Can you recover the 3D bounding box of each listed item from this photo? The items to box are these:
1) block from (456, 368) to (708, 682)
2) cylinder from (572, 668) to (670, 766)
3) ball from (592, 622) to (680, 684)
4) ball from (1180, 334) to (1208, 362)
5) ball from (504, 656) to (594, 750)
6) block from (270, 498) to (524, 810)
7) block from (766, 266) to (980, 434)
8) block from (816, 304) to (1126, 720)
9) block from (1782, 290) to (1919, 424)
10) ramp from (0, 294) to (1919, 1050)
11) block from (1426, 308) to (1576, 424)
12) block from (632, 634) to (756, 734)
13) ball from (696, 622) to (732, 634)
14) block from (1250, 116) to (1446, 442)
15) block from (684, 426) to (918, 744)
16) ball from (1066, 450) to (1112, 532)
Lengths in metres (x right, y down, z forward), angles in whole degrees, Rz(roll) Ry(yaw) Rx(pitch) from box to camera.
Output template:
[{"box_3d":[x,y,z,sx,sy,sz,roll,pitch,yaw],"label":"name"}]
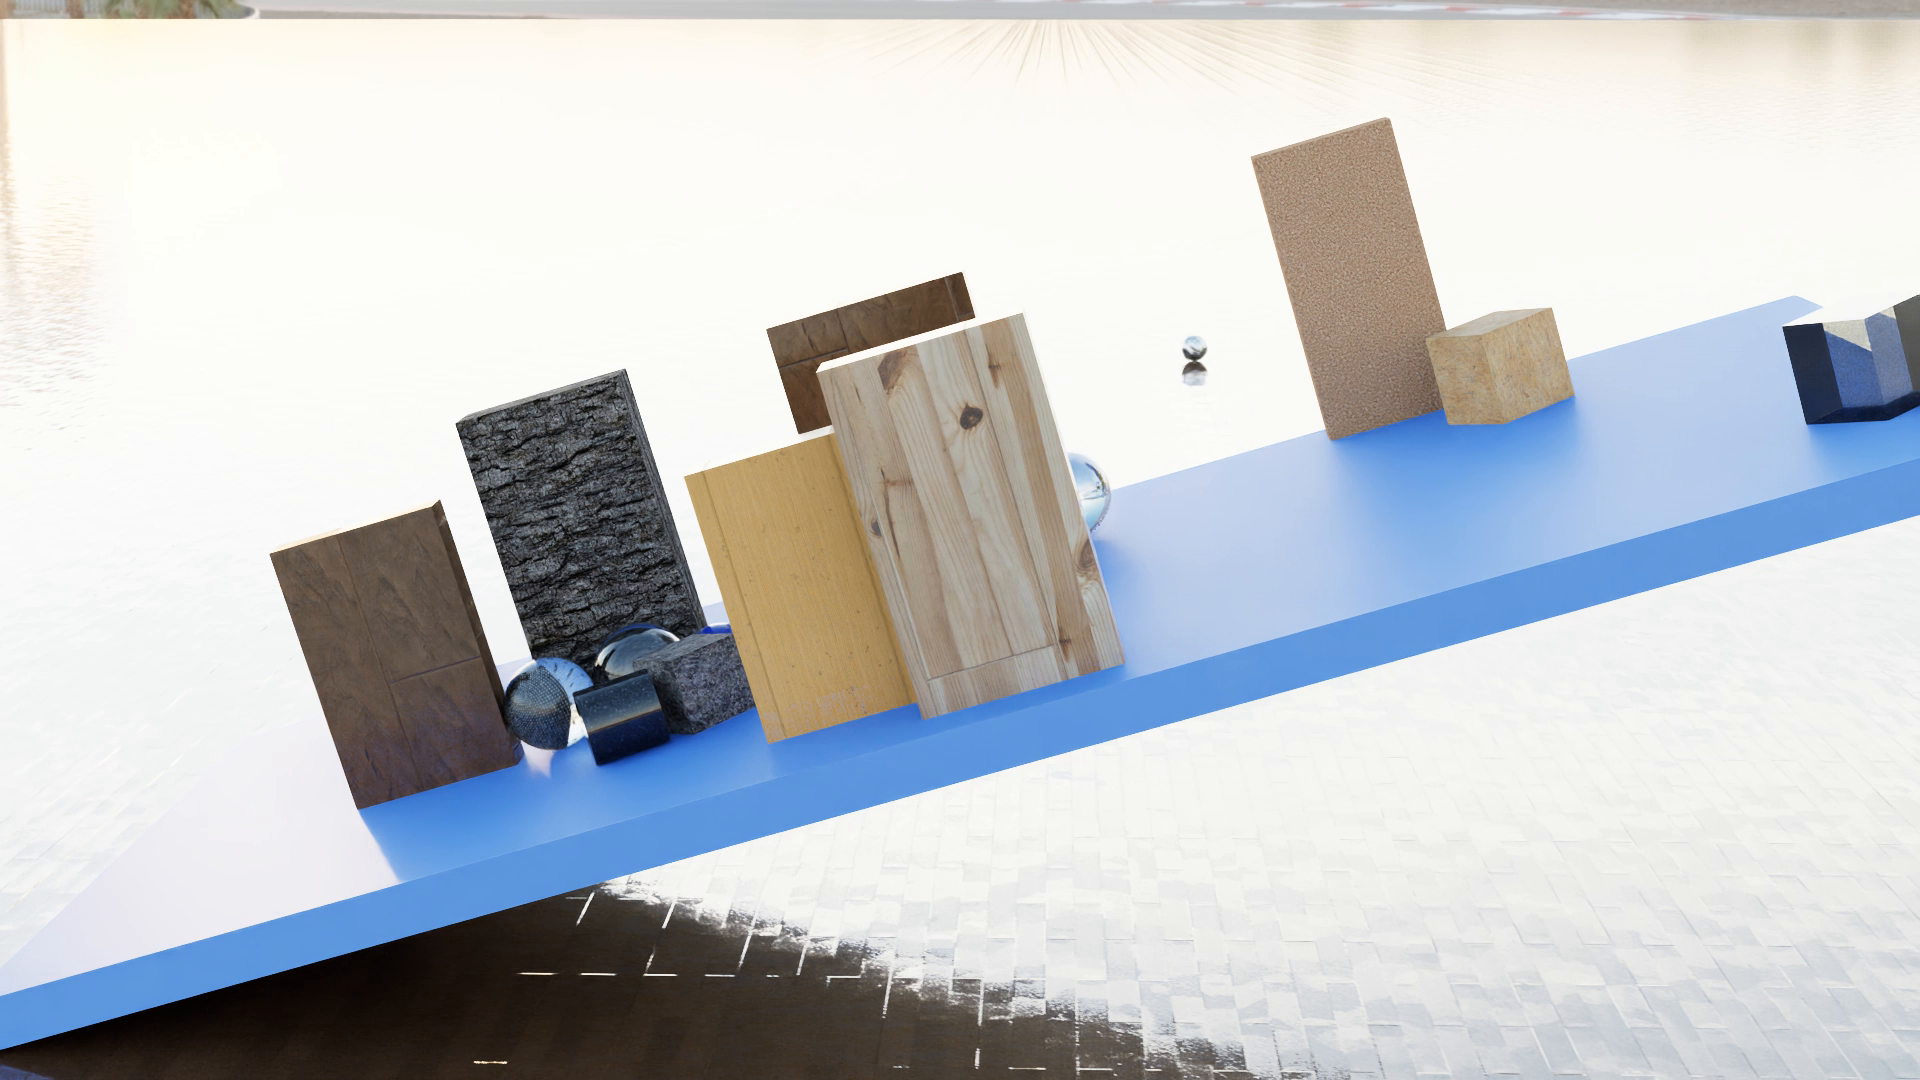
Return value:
[{"box_3d":[-0.796,0.023,6.345,0.361,0.704,0.139,-16,10,5],"label":"block"},{"box_3d":[-0.682,0.356,5.923,0.155,0.155,0.155,-18,14,-10],"label":"cylinder"},{"box_3d":[-0.667,0.277,6.180,0.207,0.207,0.207,0,11,0],"label":"ball"},{"box_3d":[1.242,-1.020,15.585,0.146,0.146,0.146,0,11,0],"label":"ball"},{"box_3d":[-0.858,0.343,6.166,0.196,0.196,0.196,0,11,0],"label":"ball"},{"box_3d":[-1.176,0.241,6.160,0.356,0.572,0.090,-16,10,5],"label":"block"},{"box_3d":[-0.108,-0.202,6.474,0.445,0.694,0.119,-16,10,5],"label":"block"},{"box_3d":[0.024,-0.051,5.459,0.391,0.679,0.131,-16,10,5],"label":"block"},{"box_3d":[1.747,-0.352,5.658,0.201,0.201,0.201,-22,11,-30],"label":"block"},{"box_3d":[0.091,0.187,6.320,4.000,0.100,2.000,-16,10,5],"label":"ramp"},{"box_3d":[1.236,-0.397,6.735,0.210,0.210,0.210,-21,11,-25],"label":"block"},{"box_3d":[-0.545,0.294,6.026,0.159,0.159,0.159,-24,12,-35],"label":"block"},{"box_3d":[-0.506,0.249,6.248,0.147,0.147,0.147,0,11,0],"label":"ball"},{"box_3d":[0.950,-0.622,7.021,0.334,0.700,0.105,-16,10,5],"label":"block"},{"box_3d":[-0.297,0.083,5.653,0.308,0.543,0.118,-16,10,5],"label":"block"},{"box_3d":[0.245,-0.104,6.773,0.206,0.206,0.206,0,11,0],"label":"ball"}]
